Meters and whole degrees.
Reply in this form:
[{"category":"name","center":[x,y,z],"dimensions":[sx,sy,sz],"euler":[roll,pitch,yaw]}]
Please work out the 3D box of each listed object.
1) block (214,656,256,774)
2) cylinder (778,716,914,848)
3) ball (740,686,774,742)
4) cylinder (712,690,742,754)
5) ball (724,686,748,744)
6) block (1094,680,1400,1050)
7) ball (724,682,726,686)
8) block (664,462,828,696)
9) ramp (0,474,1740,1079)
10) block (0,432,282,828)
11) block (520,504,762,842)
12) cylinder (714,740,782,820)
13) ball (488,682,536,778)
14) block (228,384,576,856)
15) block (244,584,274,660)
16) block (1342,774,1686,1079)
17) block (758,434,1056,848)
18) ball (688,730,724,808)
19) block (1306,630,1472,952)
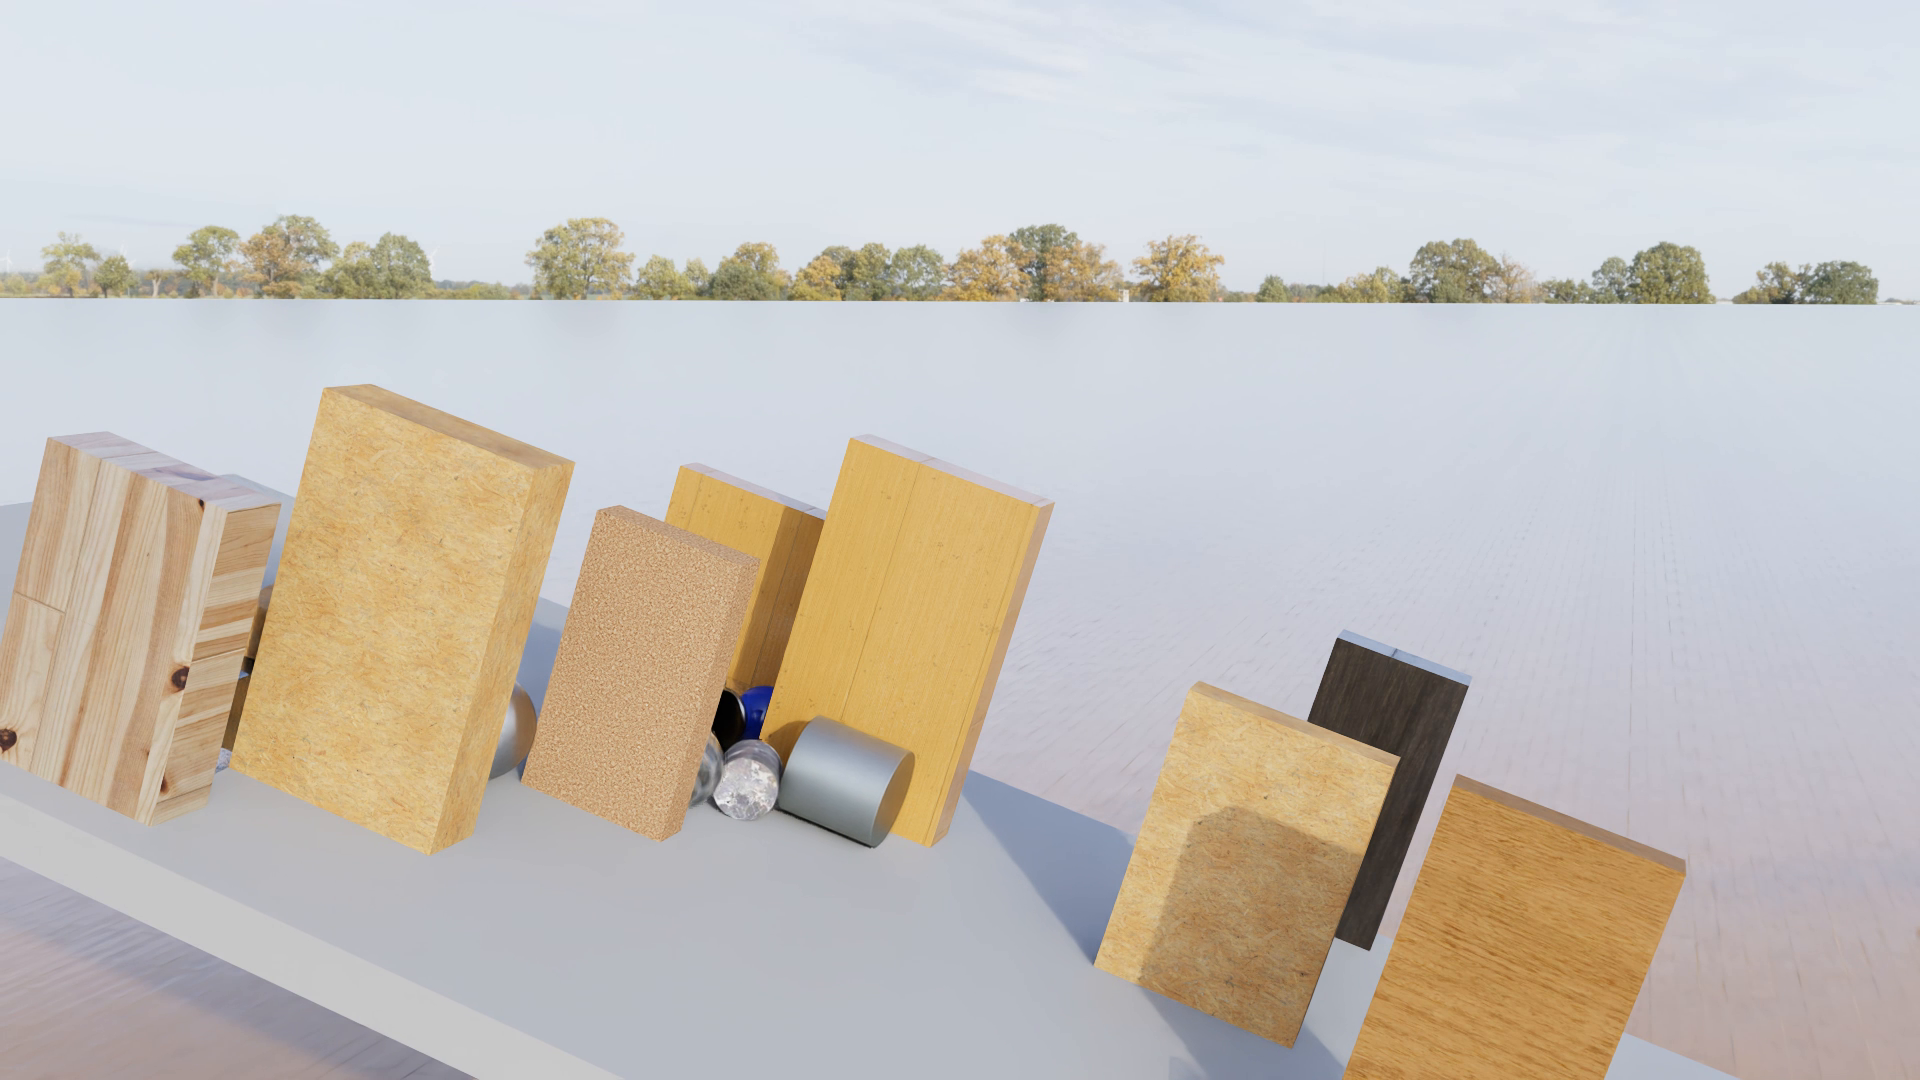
[{"category":"block","center":[-1.348,0.290,3.840],"dimensions":[0.179,0.179,0.179],"euler":[19,12,8]},{"category":"cylinder","center":[-0.230,0.491,4.479],"dimensions":[0.207,0.207,0.207],"euler":[21,12,13]},{"category":"ball","center":[-0.429,0.389,4.811],"dimensions":[0.143,0.143,0.143],"euler":[0,7,0]},{"category":"cylinder","center":[-0.595,0.363,4.547],"dimensions":[0.202,0.202,0.202],"euler":[25,20,33]},{"category":"ball","center":[-0.527,0.381,4.707],"dimensions":[0.144,0.144,0.144],"euler":[0,7,0]},{"category":"block","center":[0.537,0.609,4.144],"dimensions":[0.401,0.576,0.096],"euler":[21,12,14]},{"category":"ball","center":[-0.608,0.302,4.831],"dimensions":[0.191,0.191,0.191],"euler":[0,7,0]},{"category":"block","center":[-0.500,0.140,4.927],"dimensions":[0.405,0.519,0.092],"euler":[21,12,14]},{"category":"ramp","center":[-0.355,0.671,4.225],"dimensions":[4.000,0.100,2.000],"euler":[21,12,14]},{"category":"block","center":[-1.362,0.141,3.603],"dimensions":[0.349,0.546,0.144],"euler":[21,12,14]},{"category":"block","center":[-0.606,0.251,4.163],"dimensions":[0.304,0.560,0.096],"euler":[21,12,14]},{"category":"cylinder","center":[-0.426,0.482,4.428],"dimensions":[0.128,0.128,0.128],"euler":[0,12,0]},{"category":"ball","center":[-0.905,0.347,4.150],"dimensions":[0.209,0.209,0.209],"euler":[0,7,0]},{"category":"block","center":[-0.972,0.133,3.815],"dimensions":[0.415,0.705,0.146],"euler":[21,12,14]},{"category":"block","center":[-1.243,0.179,4.063],"dimensions":[0.144,0.144,0.144],"euler":[11,15,9]},{"category":"block","center":[0.834,0.773,3.471],"dimensions":[0.366,0.721,0.086],"euler":[21,12,14]},{"category":"block","center":[-0.126,0.207,4.586],"dimensions":[0.425,0.754,0.119],"euler":[21,12,14]},{"category":"ball","center":[-0.550,0.437,4.311],"dimensions":[0.176,0.176,0.176],"euler":[0,7,0]},{"category":"block","center":[0.865,0.544,4.798],"dimensions":[0.294,0.626,0.115],"euler":[21,12,14]}]
